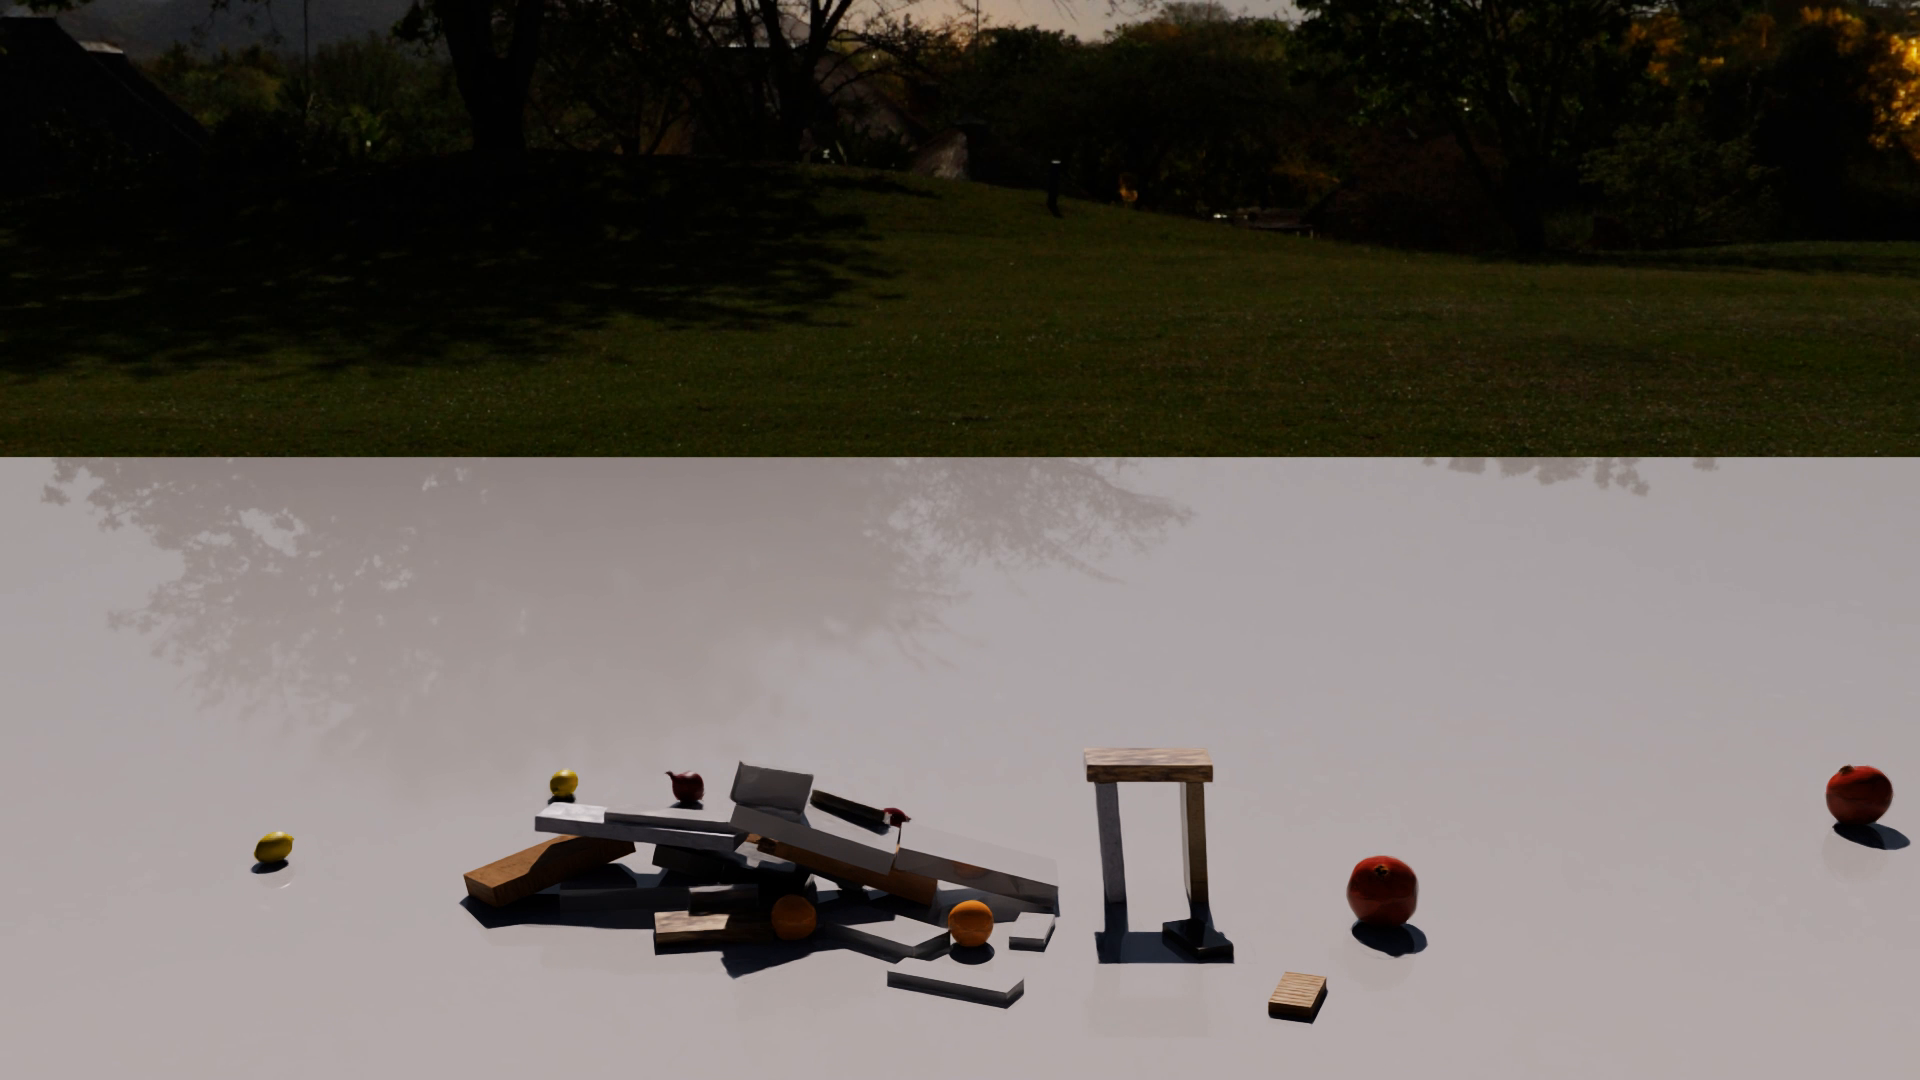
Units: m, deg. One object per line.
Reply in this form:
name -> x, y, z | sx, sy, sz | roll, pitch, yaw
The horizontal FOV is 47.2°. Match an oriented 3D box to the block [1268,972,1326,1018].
block -> 0.494, 0.665, 3.217 | 0.062, 0.017, 0.123 | 4, 11, 19

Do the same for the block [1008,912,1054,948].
block -> 0.114, 0.617, 3.480 | 0.055, 0.016, 0.111 | 2, 11, 11

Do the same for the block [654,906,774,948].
block -> -0.390, 0.612, 3.478 | 0.182, 0.026, 0.091 | -2, 11, -10

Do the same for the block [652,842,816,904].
block -> -0.374, 0.539, 3.676 | 0.255, 0.036, 0.127 | 14, 10, 4

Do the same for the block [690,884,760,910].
block -> -0.380, 0.584, 3.542 | 0.111, 0.055, 0.016 | -2, 23, -11

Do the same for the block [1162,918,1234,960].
block -> 0.372, 0.624, 3.441 | 0.062, 0.017, 0.123 | -4, 11, -21

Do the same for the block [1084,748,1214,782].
block -> 0.310, 0.371, 3.634 | 0.205, 0.029, 0.103 | 0, 11, 0

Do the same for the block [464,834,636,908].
block -> -0.685, 0.539, 3.673 | 0.255, 0.036, 0.127 | -20, 13, -31

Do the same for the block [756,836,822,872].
block -> -0.278, 0.518, 3.658 | 0.114, 0.016, 0.057 | 18, 11, 0

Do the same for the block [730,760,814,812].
block -> -0.305, 0.400, 3.576 | 0.128, 0.064, 0.018 | 12, 11, -28

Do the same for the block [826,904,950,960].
block -> -0.114, 0.617, 3.452 | 0.182, 0.026, 0.091 | 8, 13, 39

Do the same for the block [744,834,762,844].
block -> -0.356, 0.533, 3.803 | 0.128, 0.064, 0.018 | -4, 46, -21

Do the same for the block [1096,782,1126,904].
block -> 0.250, 0.487, 3.654 | 0.029, 0.205, 0.103 | -6, 11, -1

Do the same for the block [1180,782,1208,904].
block -> 0.389, 0.488, 3.655 | 0.029, 0.205, 0.103 | -4, 11, 0

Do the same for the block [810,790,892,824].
block -> -0.181, 0.447, 3.680 | 0.128, 0.018, 0.064 | 16, -7, 10

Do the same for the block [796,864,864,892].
block -> -0.213, 0.553, 3.679 | 0.114, 0.016, 0.057 | 20, 11, 9

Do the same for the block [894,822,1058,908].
block -> 0.027, 0.539, 3.658 | 0.269, 0.038, 0.135 | 14, 10, -2

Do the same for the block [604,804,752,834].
block -> -0.444, 0.464, 3.655 | 0.287, 0.016, 0.055 | 4, 9, 6

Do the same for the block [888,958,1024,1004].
block -> -0.007, 0.655, 3.272 | 0.196, 0.017, 0.062 | 5, 12, 25

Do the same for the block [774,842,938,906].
block -> -0.168, 0.526, 3.652 | 0.269, 0.038, 0.135 | 18, 11, -1

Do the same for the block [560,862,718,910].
block -> -0.531, 0.574, 3.656 | 0.255, 0.036, 0.127 | -1, 11, -4

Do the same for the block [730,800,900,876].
block -> -0.237, 0.471, 3.611 | 0.269, 0.038, 0.135 | 18, 11, -2

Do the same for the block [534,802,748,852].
block -> -0.530, 0.478, 3.669 | 0.342, 0.026, 0.091 | 5, 9, 10
